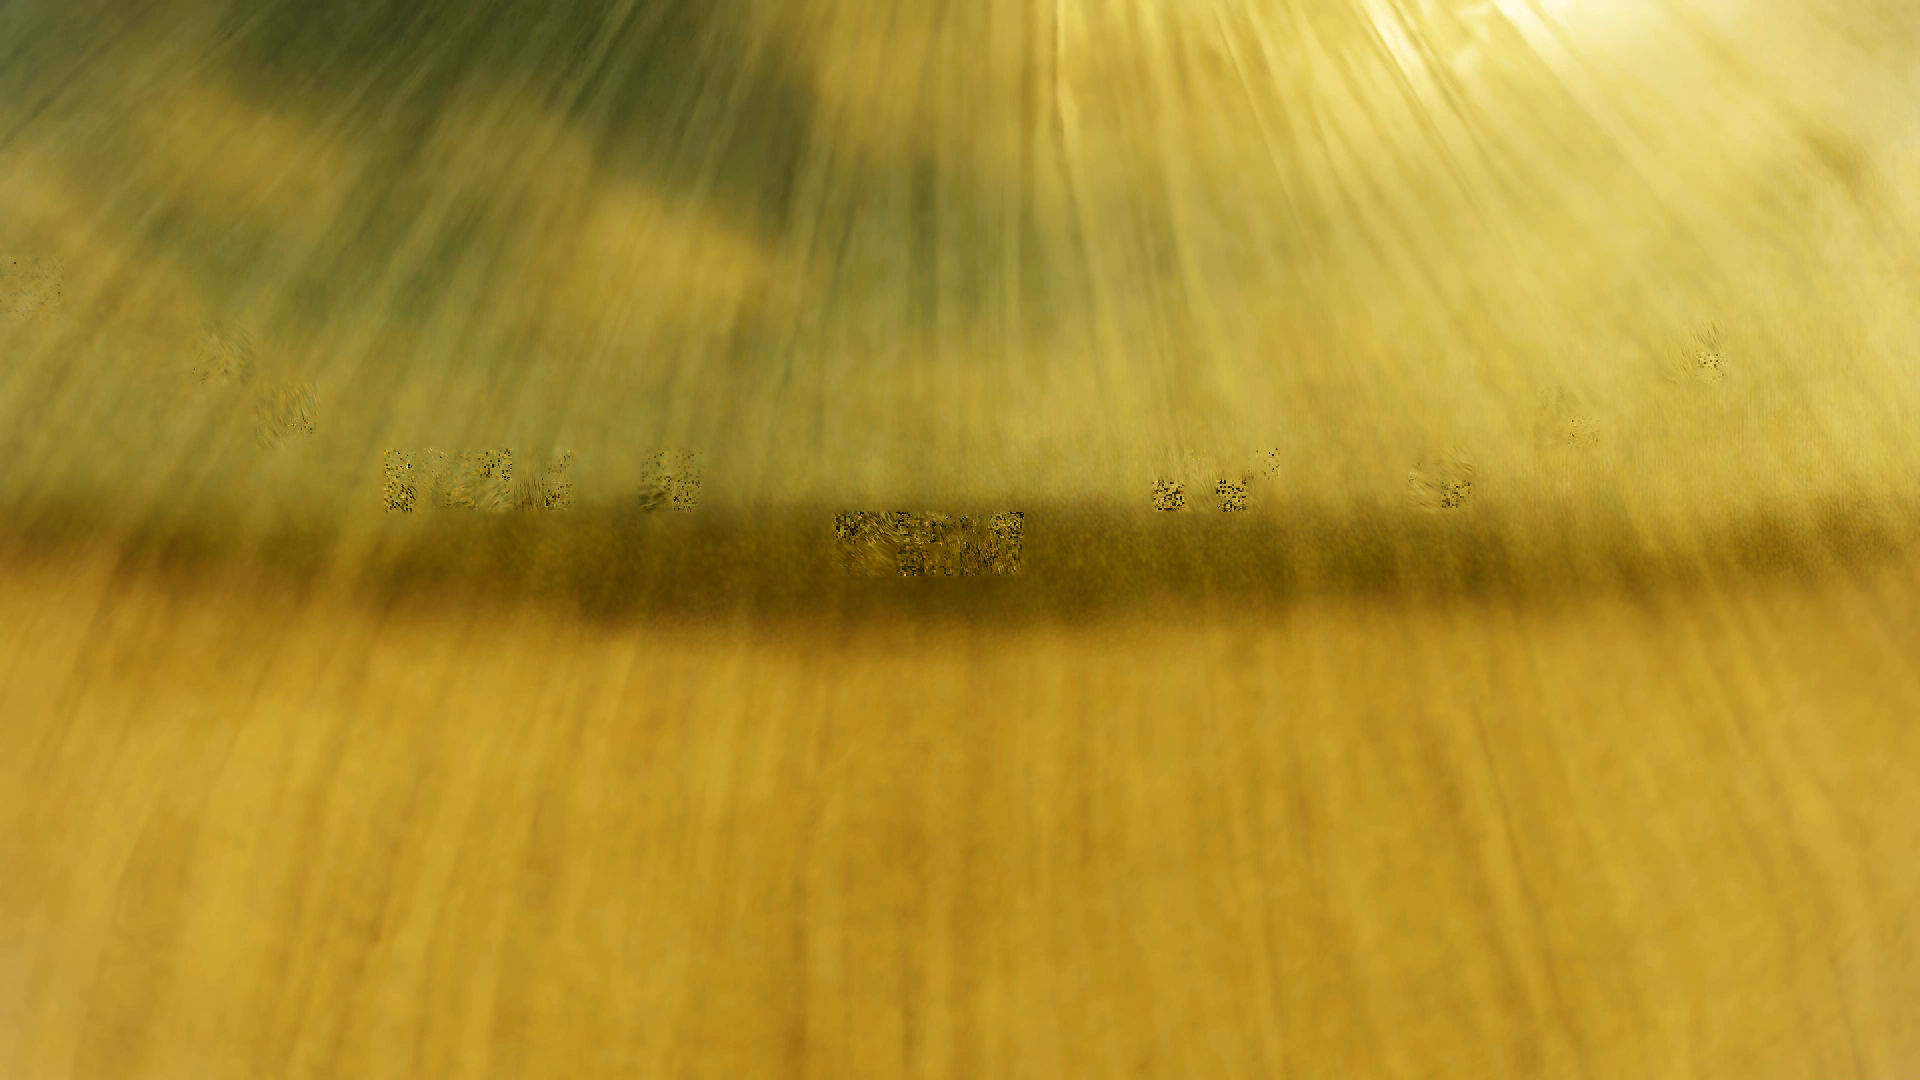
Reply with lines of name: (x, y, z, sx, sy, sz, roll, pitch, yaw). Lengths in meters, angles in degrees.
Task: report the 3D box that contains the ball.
ball: (0.000, -0.002, 0.056, 0.080, 0.080, 0.080, 0, 4, 0)
